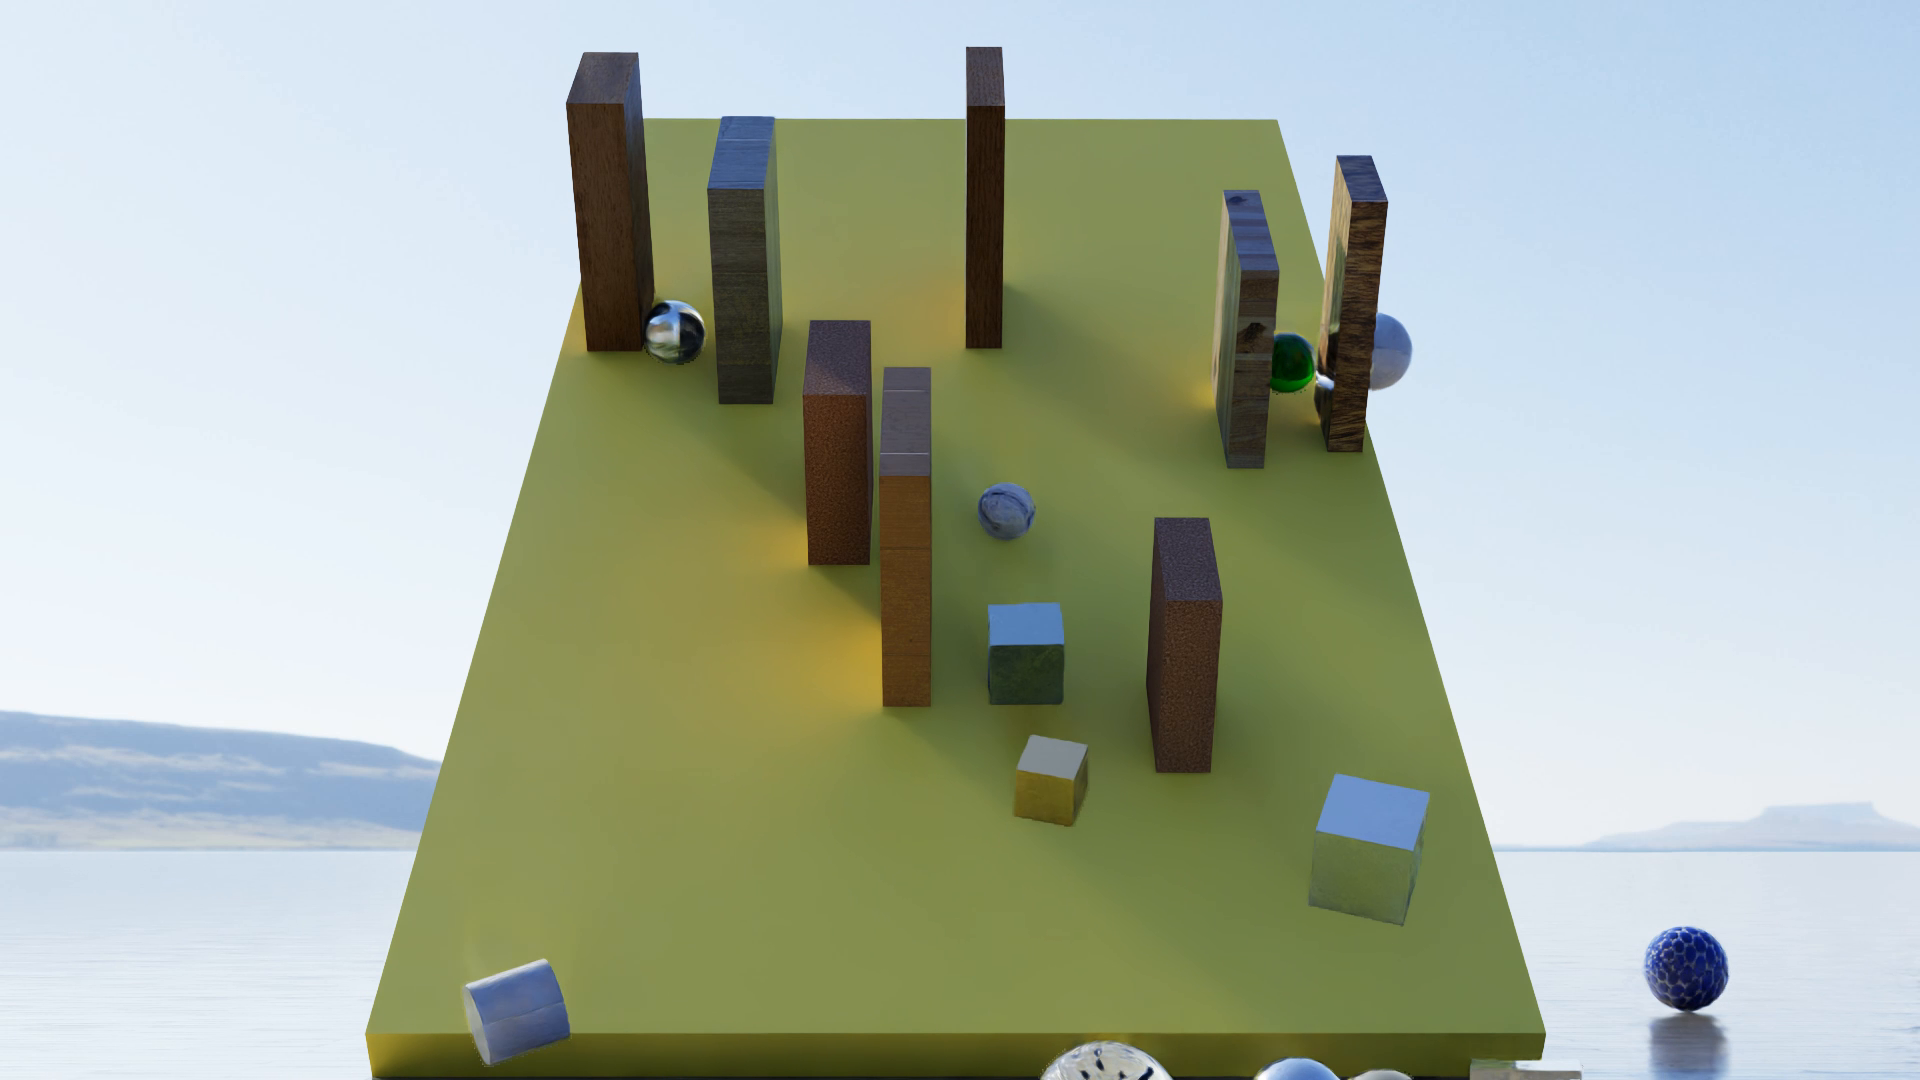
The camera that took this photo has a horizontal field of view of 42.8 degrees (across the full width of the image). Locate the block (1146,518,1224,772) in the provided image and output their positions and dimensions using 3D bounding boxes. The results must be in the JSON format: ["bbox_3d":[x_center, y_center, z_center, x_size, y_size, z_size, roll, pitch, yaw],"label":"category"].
[{"bbox_3d":[0.434,0.204,4.773,0.106,0.401,0.294,0,32,0],"label":"block"}]

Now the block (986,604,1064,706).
[{"bbox_3d":[0.132,0.231,4.966,0.147,0.147,0.147,-1,32,-2],"label":"block"}]

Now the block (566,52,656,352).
[{"bbox_3d":[-0.878,-0.853,6.192,0.139,0.670,0.338,0,32,0],"label":"block"}]

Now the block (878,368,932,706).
[{"bbox_3d":[-0.107,-0.009,4.976,0.097,0.541,0.435,0,32,0],"label":"block"}]

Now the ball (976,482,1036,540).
[{"bbox_3d":[0.103,-0.064,5.450,0.130,0.130,0.130,0,-7,0],"label":"ball"}]

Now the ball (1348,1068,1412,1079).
[{"bbox_3d":[0.508,0.701,2.951,0.126,0.126,0.126,0,-7,0],"label":"ball"}]

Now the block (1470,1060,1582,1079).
[{"bbox_3d":[0.685,0.700,2.958,0.129,0.129,0.129,-2,-7,13],"label":"block"}]

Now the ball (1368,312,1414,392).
[{"bbox_3d":[1.019,-0.464,6.042,0.197,0.197,0.197,0,-7,0],"label":"ball"}]

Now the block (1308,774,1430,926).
[{"bbox_3d":[0.739,0.559,4.424,0.174,0.174,0.174,11,34,16],"label":"block"}]

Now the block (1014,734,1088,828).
[{"bbox_3d":[0.174,0.456,4.641,0.113,0.113,0.113,9,33,14],"label":"block"}]

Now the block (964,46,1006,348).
[{"bbox_3d":[0.061,-0.872,6.239,0.093,0.658,0.394,0,32,0],"label":"block"}]

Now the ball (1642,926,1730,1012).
[{"bbox_3d":[1.738,1.026,5.864,0.202,0.202,0.202,0,-7,0],"label":"ball"}]

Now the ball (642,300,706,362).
[{"bbox_3d":[-0.718,-0.523,6.151,0.156,0.156,0.156,0,-7,0],"label":"ball"}]

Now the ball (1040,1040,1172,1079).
[{"bbox_3d":[0.164,0.651,2.750,0.175,0.175,0.175,0,-7,0],"label":"ball"}]

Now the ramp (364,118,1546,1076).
[{"bbox_3d":[-0.015,-0.188,5.863,2.000,0.100,4.000,0,32,0],"label":"ramp"}]

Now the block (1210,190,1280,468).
[{"bbox_3d":[0.669,-0.501,5.789,0.085,0.514,0.435,0,32,0],"label":"block"}]

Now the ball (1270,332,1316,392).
[{"bbox_3d":[0.804,-0.437,6.031,0.149,0.149,0.149,0,-7,0],"label":"ball"}]

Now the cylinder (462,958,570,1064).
[{"bbox_3d":[-0.741,0.786,4.084,0.138,0.138,0.138,-16,-1,-22],"label":"cylinder"}]

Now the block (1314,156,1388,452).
[{"bbox_3d":[0.914,-0.551,5.746,0.082,0.646,0.260,0,32,0],"label":"block"}]

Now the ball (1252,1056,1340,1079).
[{"bbox_3d":[0.420,0.710,3.052,0.132,0.132,0.132,0,-7,0],"label":"ball"}]

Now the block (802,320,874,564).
[{"bbox_3d":[-0.266,-0.217,5.413,0.134,0.426,0.344,0,32,0],"label":"block"}]

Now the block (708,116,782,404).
[{"bbox_3d":[-0.524,-0.691,6.029,0.132,0.572,0.438,0,32,0],"label":"block"}]
